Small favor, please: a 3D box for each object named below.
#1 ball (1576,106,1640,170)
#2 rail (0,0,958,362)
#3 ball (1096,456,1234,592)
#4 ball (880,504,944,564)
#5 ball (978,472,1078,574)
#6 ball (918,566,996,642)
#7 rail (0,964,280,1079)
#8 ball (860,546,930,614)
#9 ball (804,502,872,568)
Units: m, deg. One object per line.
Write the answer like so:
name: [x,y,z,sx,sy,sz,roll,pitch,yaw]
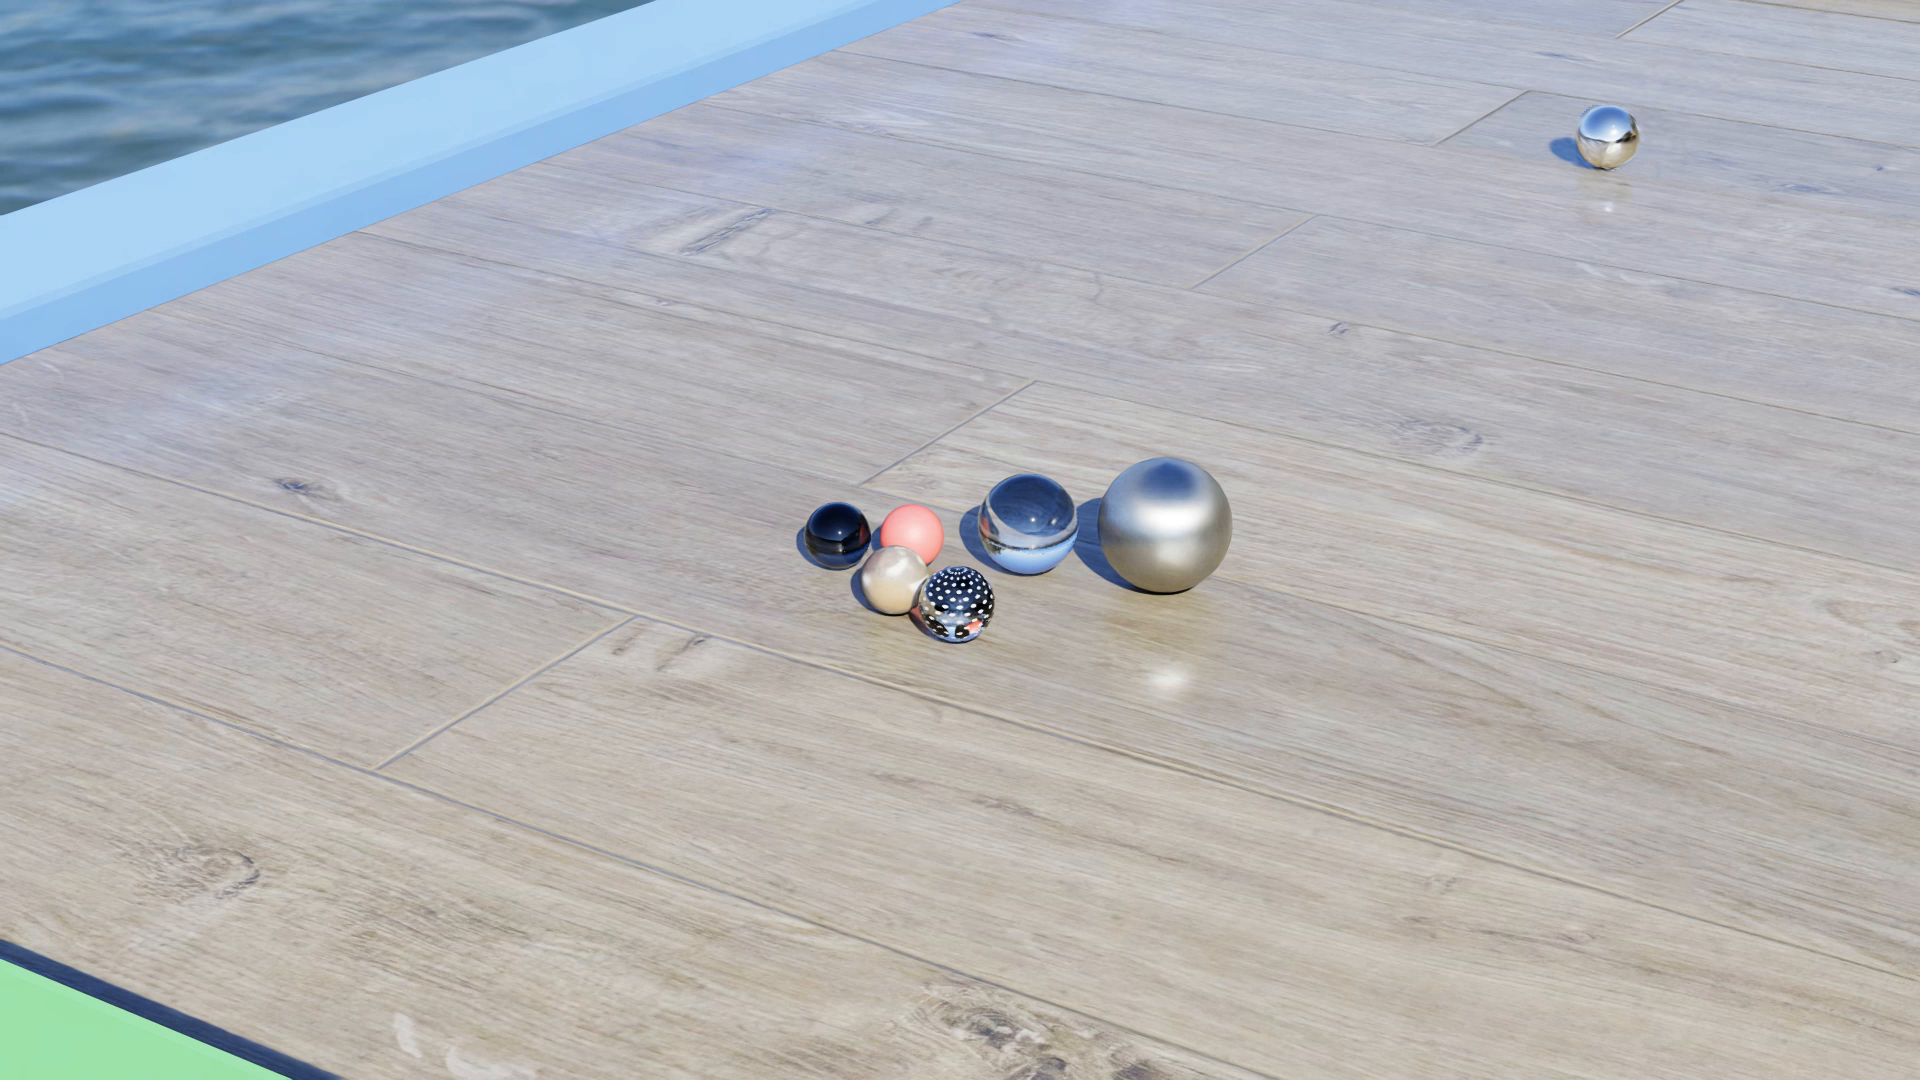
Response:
ball: [0.613,-0.381,2.782,0.060,0.060,0.060,0,24,0]
rail: [-0.287,-0.474,2.923,0.045,0.115,3.125,14,28,29]
ball: [0.133,-0.010,1.910,0.088,0.088,0.088,0,24,0]
ball: [-0.032,-0.003,1.949,0.043,0.043,0.043,0,24,0]
ball: [0.045,-0.011,1.938,0.067,0.067,0.067,0,24,0]
ball: [-0.002,0.040,1.847,0.048,0.048,0.048,0,24,0]
rail: [-0.403,0.232,1.328,1.707,0.115,0.045,14,28,29]
ball: [-0.042,0.026,1.884,0.044,0.044,0.044,0,24,0]
ball: [-0.081,-0.003,1.948,0.045,0.045,0.045,0,24,0]
